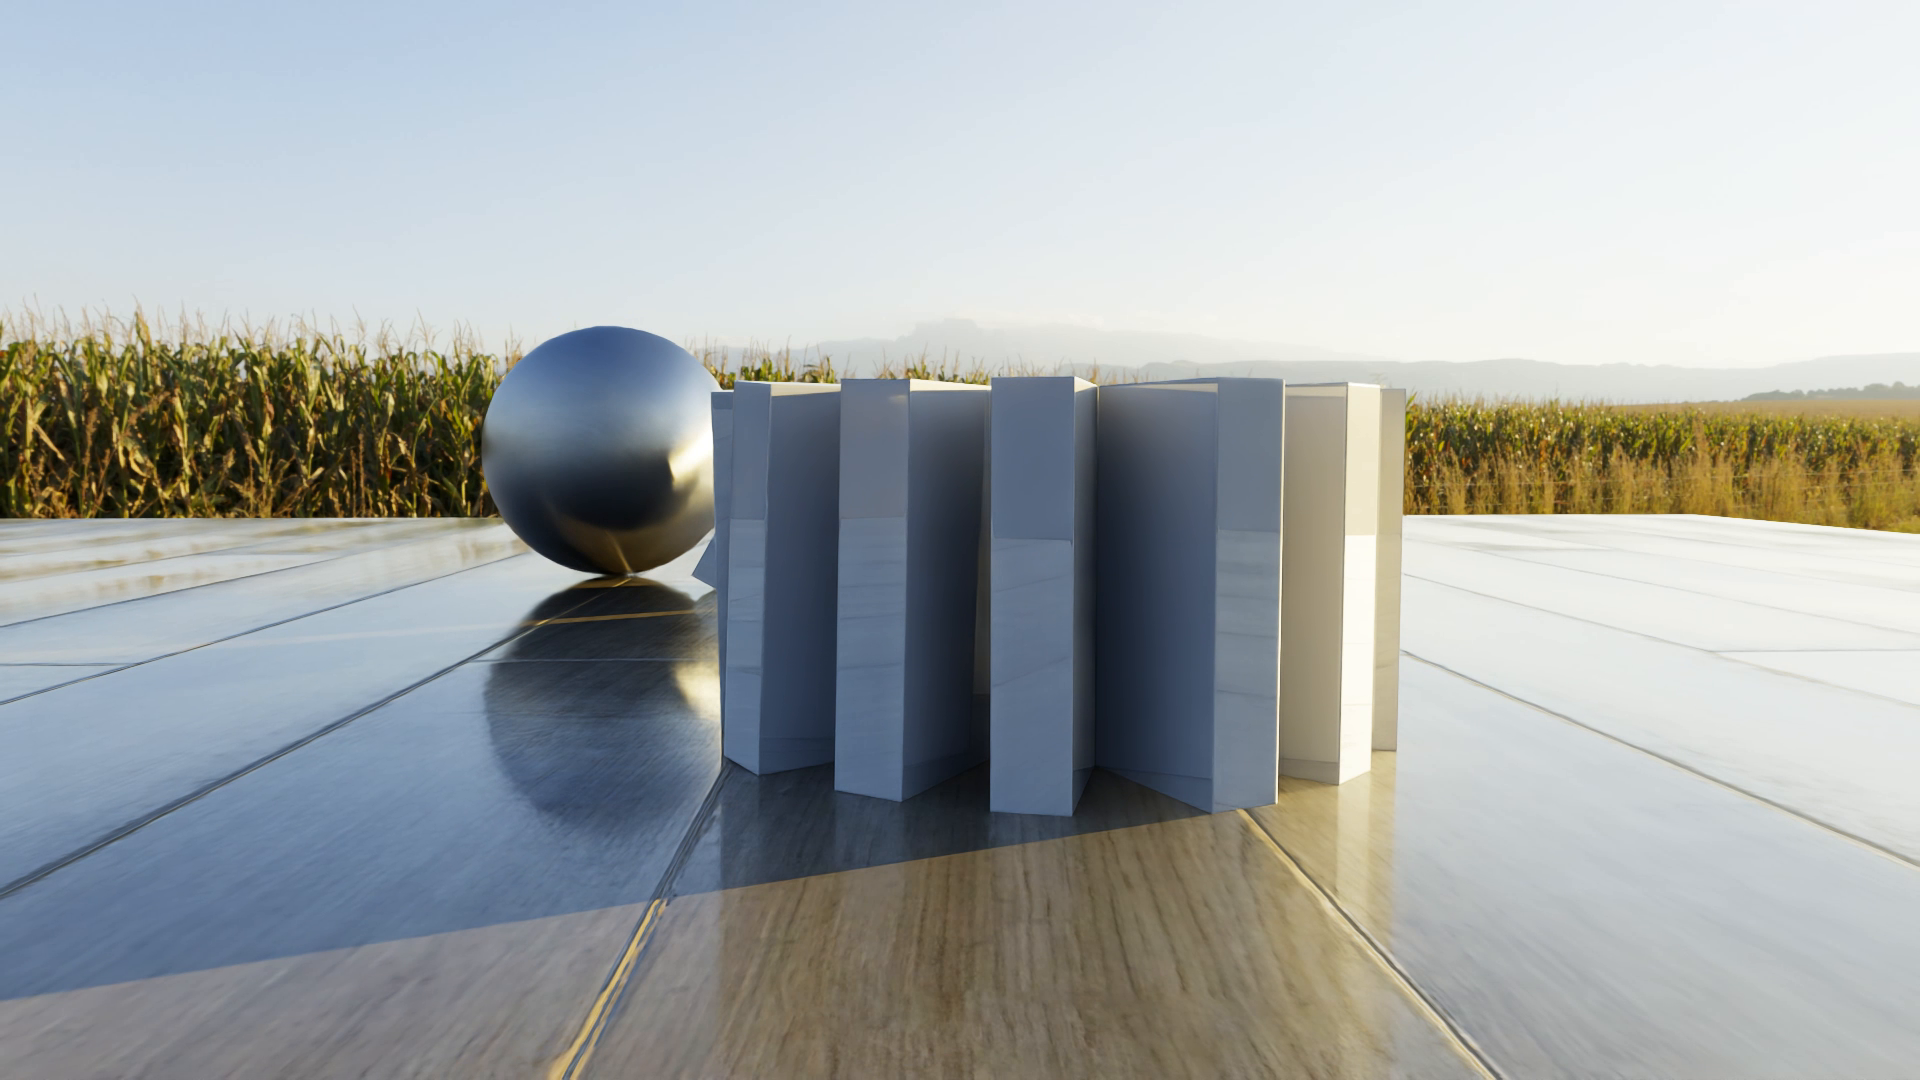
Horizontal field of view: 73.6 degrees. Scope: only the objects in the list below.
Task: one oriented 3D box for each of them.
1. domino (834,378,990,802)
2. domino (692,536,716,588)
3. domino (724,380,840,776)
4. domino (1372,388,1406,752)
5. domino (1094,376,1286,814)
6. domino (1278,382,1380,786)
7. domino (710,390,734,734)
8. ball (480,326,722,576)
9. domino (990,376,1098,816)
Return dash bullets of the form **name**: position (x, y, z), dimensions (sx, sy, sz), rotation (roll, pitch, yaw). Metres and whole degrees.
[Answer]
- **domino**: position (-0.005, 0.005, 0.164), dimensions (0.009, 0.050, 0.025), rotation (4, 6, 28)
- **domino**: position (-0.062, -0.010, 0.382), dimensions (0.009, 0.050, 0.025), rotation (29, 1, -7)
- **domino**: position (-0.018, 0.004, 0.172), dimensions (0.025, 0.050, 0.009), rotation (-3, 10, -37)
- **domino**: position (0.050, 0.004, 0.184), dimensions (0.025, 0.050, 0.009), rotation (1, 5, 19)
- **domino**: position (0.028, 0.006, 0.159), dimensions (0.009, 0.050, 0.025), rotation (-2, 5, -26)
- **domino**: position (0.041, 0.005, 0.170), dimensions (0.025, 0.050, 0.009), rotation (4, 6, 41)
- **domino**: position (-0.023, 0.003, 0.189), dimensions (0.025, 0.050, 0.009), rotation (0, 8, 4)
- **ball**: position (-0.111, -0.028, 0.413), dimensions (0.080, 0.080, 0.080), rotation (0, 4, 0)
- **domino**: position (0.011, 0.006, 0.158), dimensions (0.010, 0.050, 0.025), rotation (1, 4, 12)
